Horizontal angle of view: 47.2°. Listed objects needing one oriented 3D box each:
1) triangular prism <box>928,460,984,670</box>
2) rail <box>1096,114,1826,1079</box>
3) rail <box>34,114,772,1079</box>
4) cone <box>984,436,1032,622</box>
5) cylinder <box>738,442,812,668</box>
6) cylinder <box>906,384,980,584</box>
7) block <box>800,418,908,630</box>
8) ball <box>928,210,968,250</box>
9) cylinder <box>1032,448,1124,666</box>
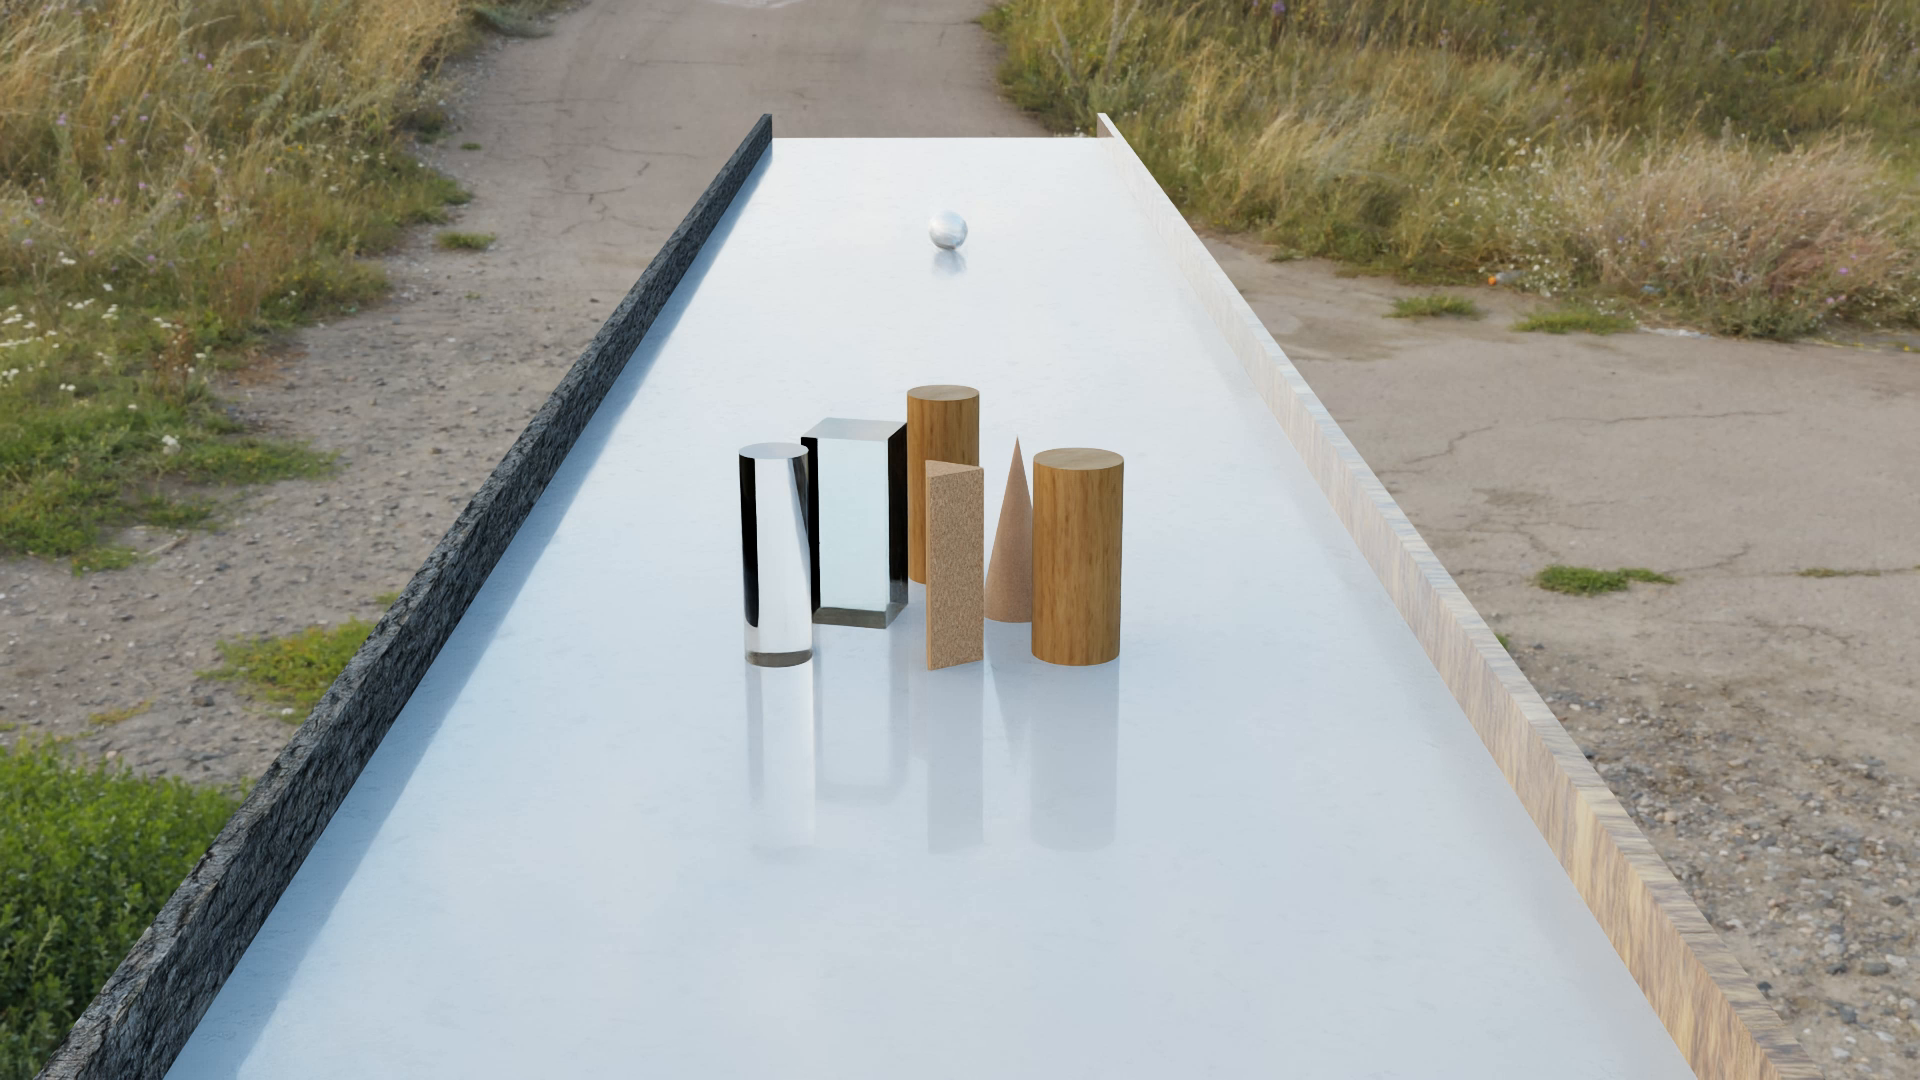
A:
[{"bbox_3d":[-0.036,0.045,4.378,0.129,0.397,0.111,-10,19,-30],"label":"triangular prism"},{"bbox_3d":[0.932,-0.844,7.801,0.050,0.150,12.000,0,17,-1],"label":"rail"},{"bbox_3d":[-1.118,-0.838,7.780,0.050,0.150,12.000,0,17,-1],"label":"rail"},{"bbox_3d":[0.120,-0.035,4.659,0.158,0.391,0.158,0,17,0],"label":"cone"},{"bbox_3d":[-0.366,0.029,4.378,0.137,0.427,0.137,0,17,0],"label":"cylinder"},{"bbox_3d":[-0.037,-0.123,4.901,0.161,0.421,0.161,0,17,0],"label":"cylinder"},{"bbox_3d":[-0.220,-0.037,4.644,0.179,0.404,0.179,4,17,13],"label":"block"},{"bbox_3d":[-0.052,-1.322,9.372,0.171,0.171,0.171,0,17,0],"label":"ball"},{"bbox_3d":[0.235,0.032,4.410,0.180,0.404,0.180,0,17,0],"label":"cylinder"}]
